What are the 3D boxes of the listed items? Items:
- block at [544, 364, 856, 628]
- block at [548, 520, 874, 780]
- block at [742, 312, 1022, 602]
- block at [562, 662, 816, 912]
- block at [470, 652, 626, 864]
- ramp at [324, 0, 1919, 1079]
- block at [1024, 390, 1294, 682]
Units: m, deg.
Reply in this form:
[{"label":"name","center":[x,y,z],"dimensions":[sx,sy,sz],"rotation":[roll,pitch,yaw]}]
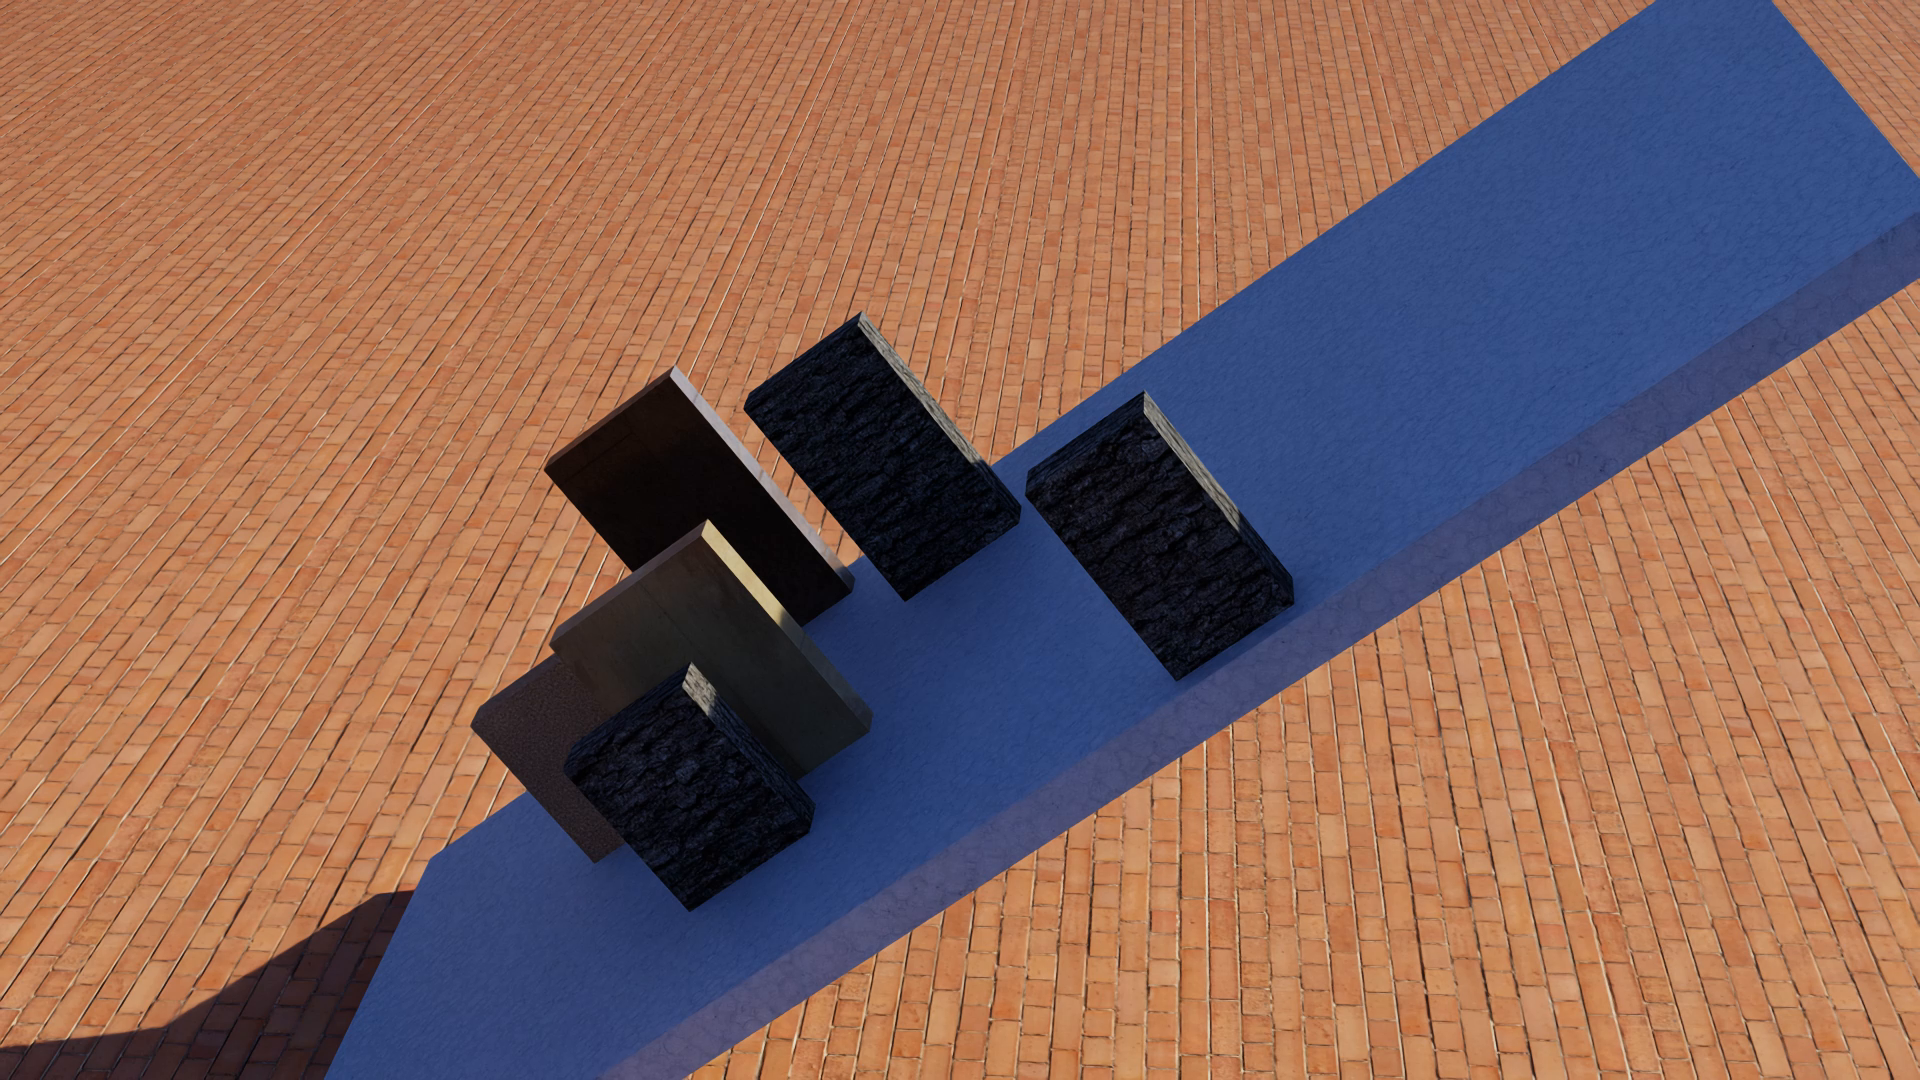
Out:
[{"label":"block","center":[-0.633,-0.037,7.187],"dimensions":[0.404,0.696,0.082],"rotation":[-35,16,17]},{"label":"block","center":[-0.528,0.297,6.272],"dimensions":[0.425,0.560,0.091],"rotation":[-35,16,17]},{"label":"block","center":[-0.175,-0.188,6.745],"dimensions":[0.335,0.594,0.104],"rotation":[-35,16,17]},{"label":"block","center":[-0.553,0.508,6.031],"dimensions":[0.321,0.406,0.119],"rotation":[-35,16,17]},{"label":"block","center":[-0.801,0.445,6.714],"dimensions":[0.443,0.438,0.101],"rotation":[-35,16,17]},{"label":"ramp","center":[0.127,0.181,6.327],"dimensions":[4.000,0.100,2.000],"rotation":[-35,16,17]},{"label":"block","center":[0.360,-0.005,5.277],"dimensions":[0.262,0.452,0.117],"rotation":[-35,16,17]}]
